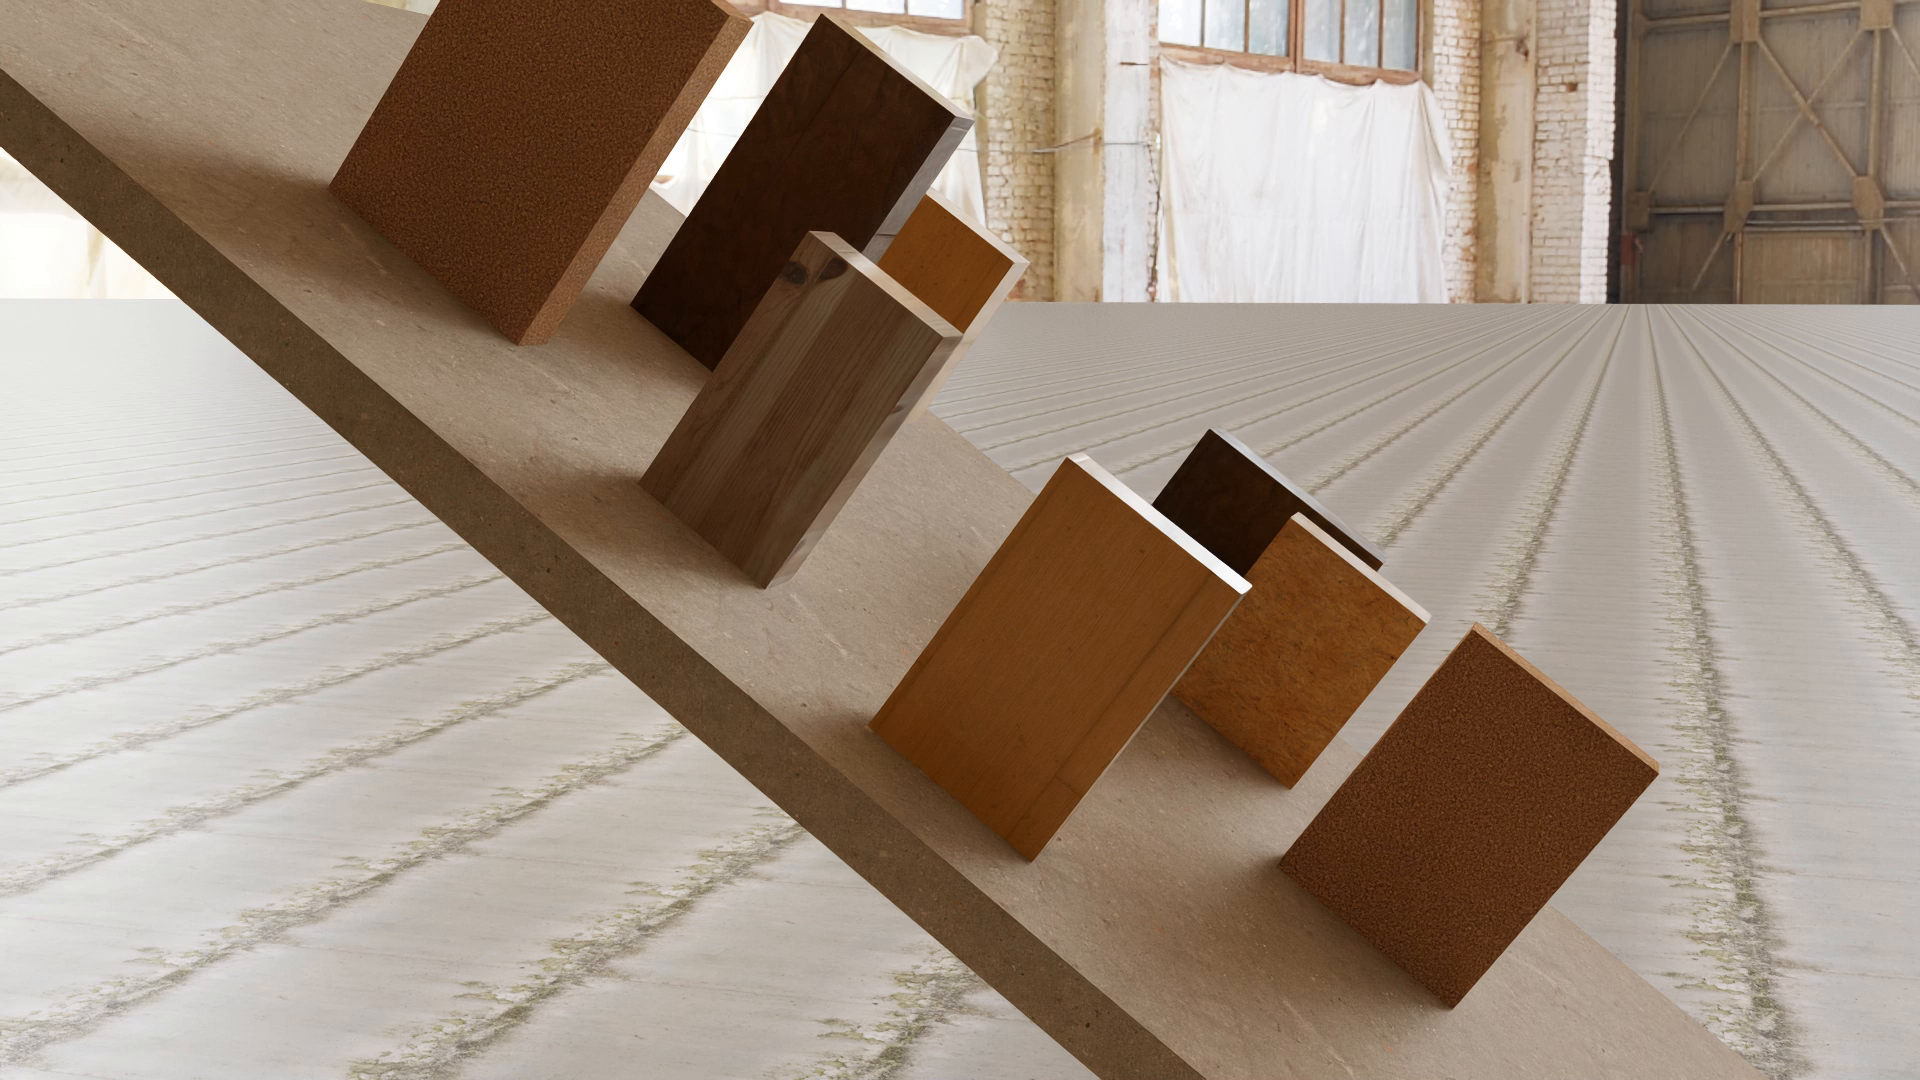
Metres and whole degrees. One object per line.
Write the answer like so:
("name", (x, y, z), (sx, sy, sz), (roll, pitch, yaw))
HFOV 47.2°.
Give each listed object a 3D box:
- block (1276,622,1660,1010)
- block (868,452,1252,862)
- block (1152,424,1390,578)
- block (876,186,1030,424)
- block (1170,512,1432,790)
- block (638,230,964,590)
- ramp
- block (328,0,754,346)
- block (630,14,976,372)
("block", (0.875, 0.478, 3.814), (0.386, 0.547, 0.087), (39, 16, 9))
("block", (0.142, 0.171, 3.220), (0.316, 0.510, 0.090), (39, 16, 9))
("block", (0.576, 0.070, 4.579), (0.446, 0.430, 0.110), (39, 16, 9))
("block", (-0.103, -0.520, 4.831), (0.295, 0.438, 0.129), (39, 16, 9))
("block", (0.661, 0.217, 4.339), (0.329, 0.426, 0.109), (39, 16, 9))
("block", (-0.255, -0.206, 3.489), (0.272, 0.498, 0.111), (39, 16, 9))
("ramp", (-0.060, 0.122, 4.068), (4.000, 0.100, 2.000), (39, 16, 9))
("block", (-0.716, -0.731, 3.720), (0.447, 0.665, 0.106), (39, 16, 9))
("block", (-0.310, -0.631, 4.261), (0.330, 0.682, 0.130), (39, 16, 9))
